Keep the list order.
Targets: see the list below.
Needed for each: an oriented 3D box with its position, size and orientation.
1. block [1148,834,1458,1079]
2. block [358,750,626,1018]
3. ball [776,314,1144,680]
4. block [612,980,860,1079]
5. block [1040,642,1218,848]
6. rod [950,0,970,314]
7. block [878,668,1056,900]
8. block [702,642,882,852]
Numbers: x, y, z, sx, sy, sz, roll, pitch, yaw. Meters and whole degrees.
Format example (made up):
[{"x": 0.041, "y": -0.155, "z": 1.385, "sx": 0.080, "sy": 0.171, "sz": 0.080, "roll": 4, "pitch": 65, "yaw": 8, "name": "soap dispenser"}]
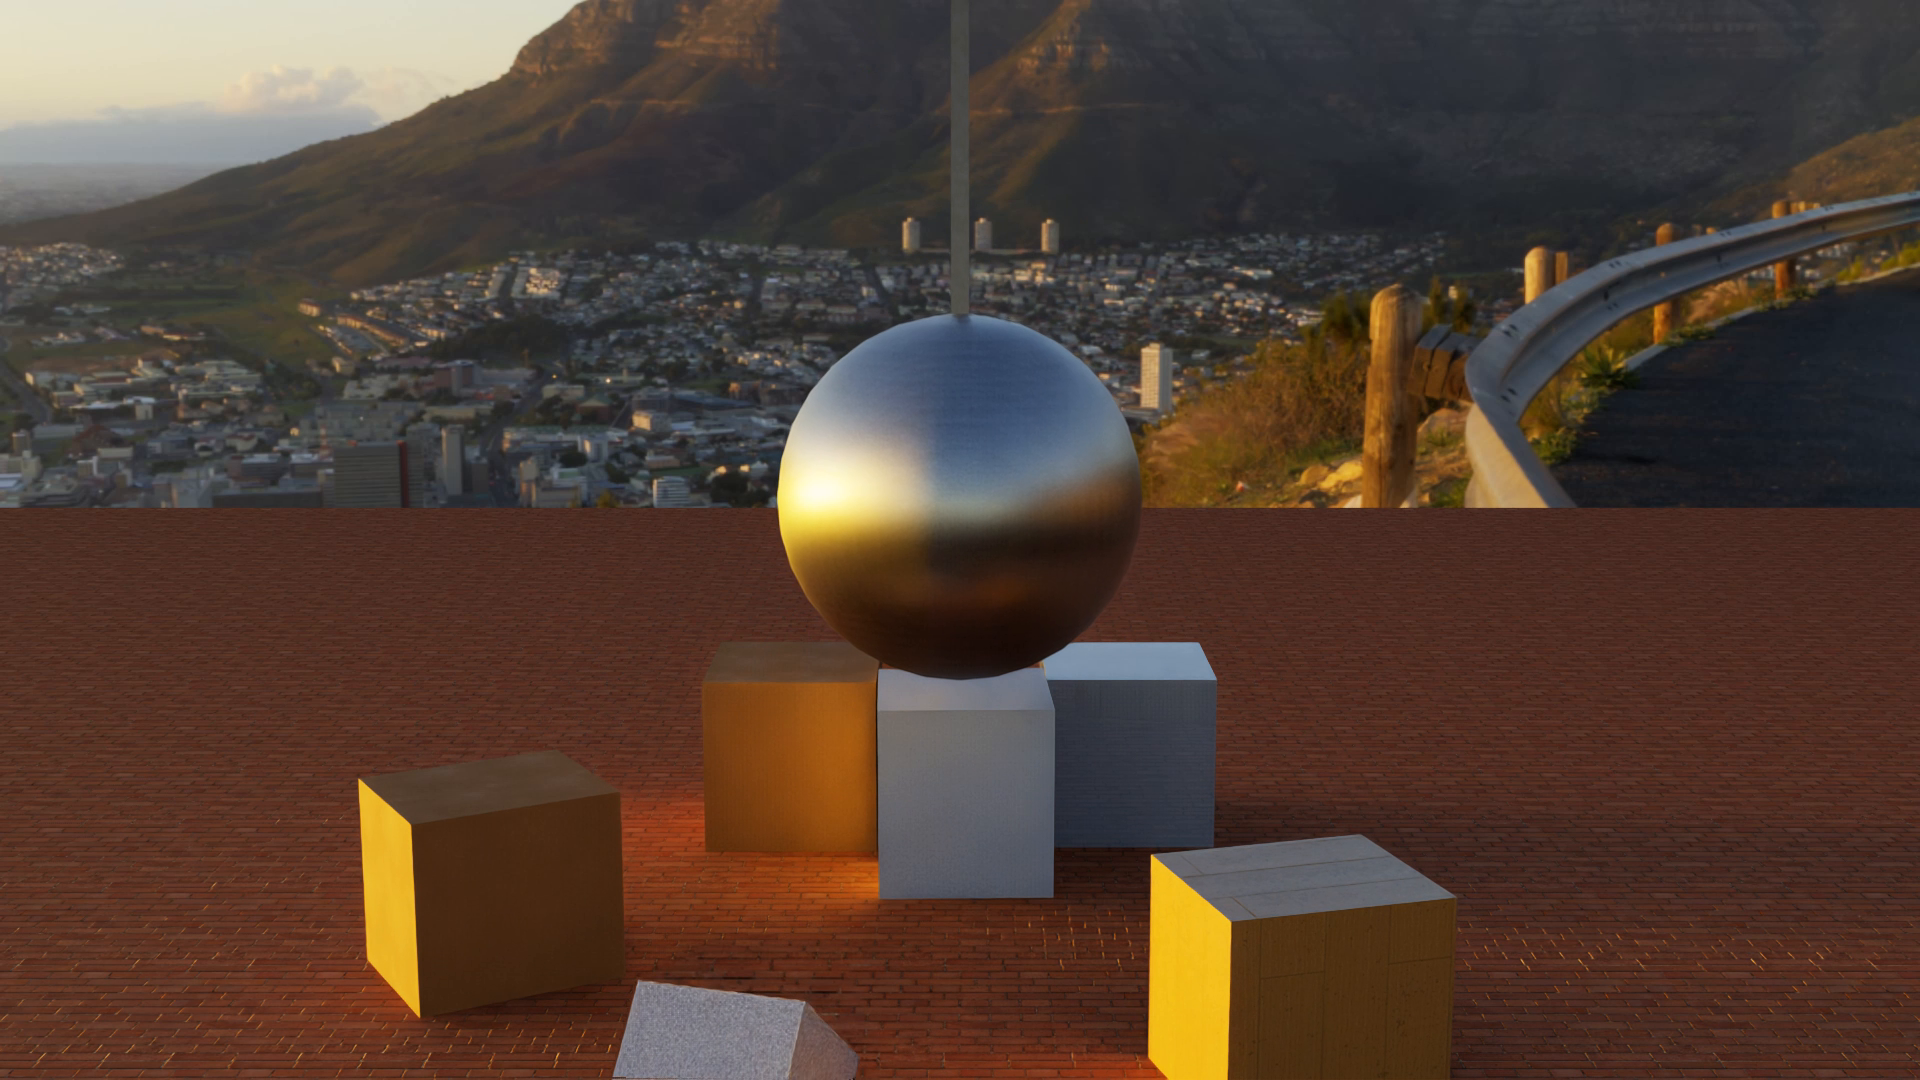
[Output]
[{"x": 1.259, "y": 1.646, "z": 8.221, "sx": 0.880, "sy": 0.820, "sz": 0.765, "roll": -3, "pitch": 11, "yaw": -16, "name": "block"}, {"x": -1.996, "y": 1.438, "z": 9.375, "sx": 0.890, "sy": 0.817, "sz": 0.753, "roll": -6, "pitch": 12, "yaw": -30, "name": "block"}, {"x": 0.000, "y": -0.187, "z": 9.636, "sx": 1.600, "sy": 1.600, "sz": 1.600, "roll": 0, "pitch": 10, "yaw": 0, "name": "ball"}, {"x": -0.744, "y": 1.834, "z": 7.168, "sx": 0.580, "sy": 0.558, "sz": 0.624, "roll": 3, "pitch": -28, "yaw": 17, "name": "block"}, {"x": 0.851, "y": 1.046, "z": 11.390, "sx": 0.847, "sy": 0.866, "sz": 0.825, "roll": 0, "pitch": 10, "yaw": 0, "name": "block"}, {"x": 0.000, "y": -3.579, "z": 9.875, "sx": 0.080, "sy": 5.200, "sz": 0.080, "roll": 0, "pitch": -4, "yaw": 0, "name": "rod"}, {"x": 0.017, "y": 1.161, "z": 10.635, "sx": 0.821, "sy": 0.911, "sz": 0.815, "roll": 0, "pitch": 10, "yaw": -2, "name": "block"}, {"x": -0.844, "y": 1.050, "z": 11.362, "sx": 0.858, "sy": 0.868, "sz": 0.902, "roll": 0, "pitch": 10, "yaw": 0, "name": "block"}]
